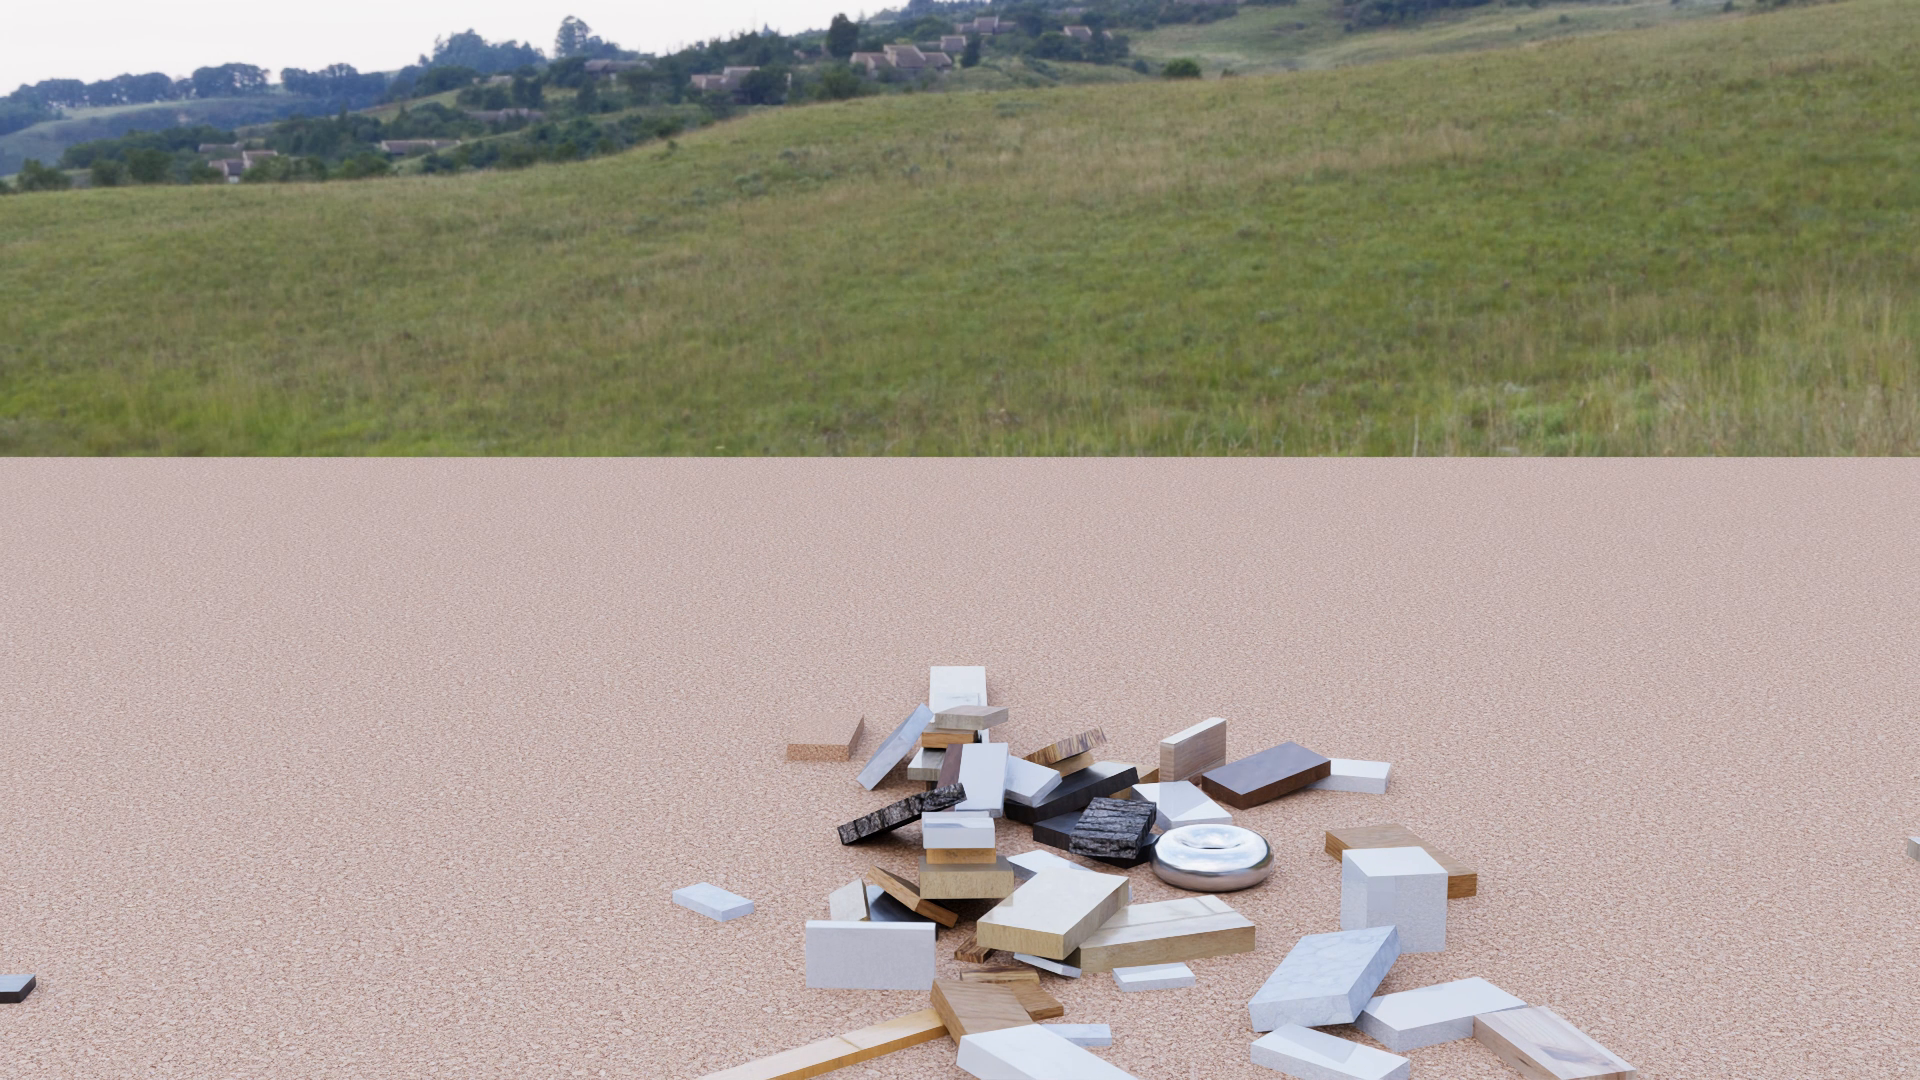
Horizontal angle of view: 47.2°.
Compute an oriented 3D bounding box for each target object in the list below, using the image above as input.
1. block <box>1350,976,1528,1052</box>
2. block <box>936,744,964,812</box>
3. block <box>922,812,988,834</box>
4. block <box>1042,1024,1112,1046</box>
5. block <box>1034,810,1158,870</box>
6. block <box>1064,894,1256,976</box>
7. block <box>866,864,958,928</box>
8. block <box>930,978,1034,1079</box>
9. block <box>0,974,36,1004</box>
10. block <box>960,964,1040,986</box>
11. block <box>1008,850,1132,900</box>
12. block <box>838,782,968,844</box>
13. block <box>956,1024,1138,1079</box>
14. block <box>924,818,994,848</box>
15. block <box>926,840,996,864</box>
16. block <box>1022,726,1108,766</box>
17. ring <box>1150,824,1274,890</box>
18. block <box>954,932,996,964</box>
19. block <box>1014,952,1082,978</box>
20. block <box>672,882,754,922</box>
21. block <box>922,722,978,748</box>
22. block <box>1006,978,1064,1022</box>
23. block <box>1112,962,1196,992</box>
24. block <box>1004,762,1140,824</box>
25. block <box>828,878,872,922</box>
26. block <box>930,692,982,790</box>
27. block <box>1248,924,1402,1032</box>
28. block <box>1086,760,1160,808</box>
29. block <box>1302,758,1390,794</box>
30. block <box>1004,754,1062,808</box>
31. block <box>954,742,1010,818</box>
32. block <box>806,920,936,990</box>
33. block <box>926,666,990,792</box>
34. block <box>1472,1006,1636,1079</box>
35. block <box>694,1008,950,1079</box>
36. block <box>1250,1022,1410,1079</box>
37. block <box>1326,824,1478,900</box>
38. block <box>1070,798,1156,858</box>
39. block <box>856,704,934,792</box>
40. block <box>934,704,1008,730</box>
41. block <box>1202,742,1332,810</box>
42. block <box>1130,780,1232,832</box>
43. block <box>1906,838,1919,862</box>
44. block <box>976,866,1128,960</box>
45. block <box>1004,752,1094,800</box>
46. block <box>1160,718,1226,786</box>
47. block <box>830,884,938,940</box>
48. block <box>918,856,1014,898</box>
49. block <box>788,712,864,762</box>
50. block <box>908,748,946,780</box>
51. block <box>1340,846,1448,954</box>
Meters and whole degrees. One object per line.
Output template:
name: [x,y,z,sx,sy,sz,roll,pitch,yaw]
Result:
block: [0.681,0.674,3.130,0.225,0.032,0.113,-5,12,-25]
block: [0.004,0.444,4.034,0.083,0.023,0.166,0,43,15]
block: [-0.008,0.499,3.853,0.113,0.032,0.227,-1,-10,0]
block: [0.163,0.693,3.077,0.094,0.013,0.047,0,11,-1]
block: [0.248,0.531,3.901,0.111,0.031,0.221,-10,15,-44]
block: [0.295,0.614,3.428,0.293,0.042,0.147,-4,11,-20]
block: [-0.078,0.574,3.548,0.082,0.023,0.164,30,-4,-32]
block: [0.081,0.705,2.909,0.112,0.032,0.570,8,8,-15]
block: [-1.438,0.661,3.234,0.131,0.019,0.066,-1,11,-3]
block: [0.059,0.654,3.281,0.112,0.016,0.056,-1,11,-8]
block: [0.180,0.571,3.707,0.082,0.023,0.240,-8,13,-36]
block: [-0.103,0.483,3.878,0.115,0.033,0.230,-10,-13,-42]
block: [0.142,0.695,2.797,0.140,0.040,0.280,3,11,-43]
block: [-0.001,0.481,3.613,0.113,0.032,0.227,0,-3,0]
block: [0.000,0.518,3.703,0.113,0.032,0.227,0,-3,-1]
block: [0.169,0.416,4.203,0.115,0.033,0.229,-16,-10,-36]
ring: [0.429,0.540,3.747,0.213,0.071,0.213,-1,10,0]
block: [0.030,0.631,3.409,0.047,0.013,0.095,4,11,21]
block: [0.132,0.639,3.318,0.095,0.013,0.047,10,-9,43]
block: [-0.405,0.593,3.603,0.066,0.019,0.131,-10,14,-43]
block: [-0.019,0.380,4.283,0.099,0.028,0.197,2,1,3]
block: [0.100,0.669,3.199,0.056,0.016,0.112,-5,12,-24]
block: [0.289,0.653,3.285,0.112,0.016,0.056,-2,11,-12]
block: [0.206,0.467,4.073,0.229,0.032,0.114,-19,9,-28]
block: [-0.176,0.588,3.504,0.059,0.017,0.119,-28,22,4]
block: [-0.005,0.401,4.416,0.099,0.028,0.645,0,11,0]
block: [0.535,0.636,3.202,0.147,0.042,0.293,-12,4,26]
block: [0.288,0.471,4.229,0.107,0.030,0.214,6,12,30]
block: [0.724,0.457,4.299,0.221,0.031,0.111,3,11,16]
block: [0.099,0.438,4.048,0.164,0.023,0.082,14,40,43]
block: [0.041,0.436,3.991,0.083,0.023,0.166,-2,39,9]
block: [-0.132,0.617,3.264,0.191,0.095,0.027,1,11,3]
block: [-0.004,0.394,4.630,0.124,0.035,0.921,0,11,0]
block: [0.807,0.698,2.998,0.113,0.032,0.225,-3,11,-17]
block: [-0.309,0.723,2.909,0.721,0.017,0.059,-8,13,-37]
block: [0.500,0.705,2.977,0.191,0.027,0.095,9,14,40]
block: [0.752,0.552,3.766,0.140,0.040,0.280,-3,11,-16]
block: [0.271,0.505,3.868,0.114,0.032,0.229,3,11,14]
block: [-0.126,0.406,4.342,0.035,0.124,0.248,44,14,0]
block: [0.024,0.352,4.364,0.099,0.028,0.197,2,1,16]
block: [0.588,0.450,4.217,0.229,0.032,0.114,-16,24,-31]
block: [0.408,0.498,4.075,0.115,0.033,0.229,-3,11,-14]
block: [1.732,0.557,3.762,0.111,0.031,0.221,-1,11,-6]
block: [0.148,0.575,3.412,0.140,0.040,0.280,5,12,24]
block: [0.151,0.454,4.184,0.107,0.030,0.214,-28,-11,40]
block: [0.454,0.422,4.280,0.030,0.107,0.214,7,13,34]
block: [-0.123,0.603,3.526,0.095,0.027,0.210,-5,12,-25]
block: [0.007,0.549,3.590,0.147,0.042,0.293,0,-3,-1]
block: [-0.276,0.407,4.559,0.124,0.035,0.248,1,11,5]
block: [-0.043,0.421,4.169,0.083,0.023,0.166,2,11,10]
block: [0.680,0.565,3.452,0.128,0.128,0.128,-1,11,-8]
